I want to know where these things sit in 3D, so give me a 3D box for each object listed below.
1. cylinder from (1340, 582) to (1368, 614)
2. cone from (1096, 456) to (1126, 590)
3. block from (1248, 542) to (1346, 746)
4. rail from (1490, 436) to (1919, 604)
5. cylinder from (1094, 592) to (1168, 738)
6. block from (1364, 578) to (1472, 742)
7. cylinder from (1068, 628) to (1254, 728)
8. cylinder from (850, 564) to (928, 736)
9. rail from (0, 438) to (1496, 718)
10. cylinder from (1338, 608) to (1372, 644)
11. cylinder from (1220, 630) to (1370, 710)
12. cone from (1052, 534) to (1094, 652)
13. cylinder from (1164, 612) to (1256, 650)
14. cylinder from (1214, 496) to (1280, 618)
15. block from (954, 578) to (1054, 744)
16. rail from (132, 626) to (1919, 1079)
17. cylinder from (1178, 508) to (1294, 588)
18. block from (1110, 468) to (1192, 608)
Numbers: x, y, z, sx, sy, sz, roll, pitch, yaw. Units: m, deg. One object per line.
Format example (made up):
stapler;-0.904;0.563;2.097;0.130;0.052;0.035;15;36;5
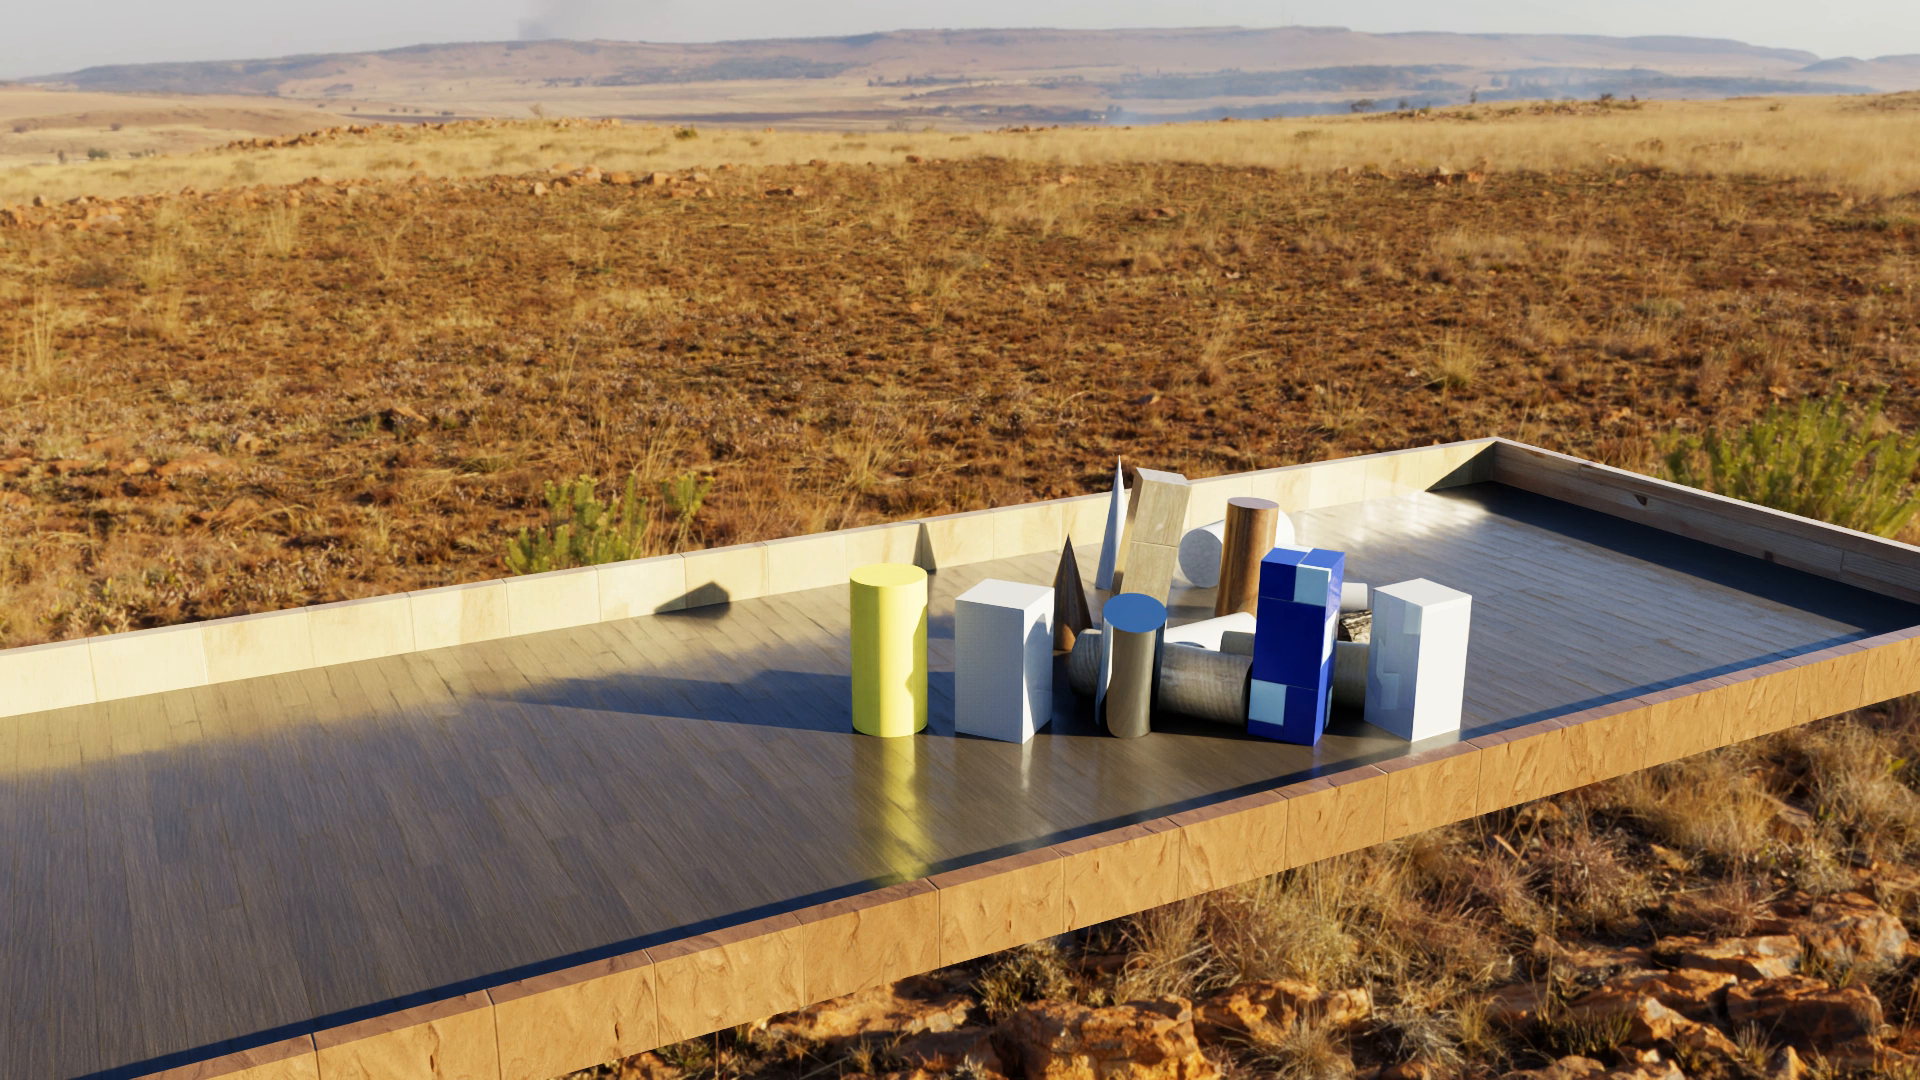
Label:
cylinder;0.939;0.168;4.587;0.368;0.111;0.111;3;17;10
cone;0.463;-0.058;4.849;0.122;0.396;0.122;0;16;0
block;0.772;0.238;3.791;0.155;0.421;0.155;9;19;24
rail;2.466;-0.048;5.253;0.050;0.150;2.100;-9;18;-27
cylinder;0.388;0.288;3.766;0.143;0.313;0.143;1;36;0
block;1.062;0.276;3.834;0.154;0.327;0.154;-10;19;-30
cylinder;0.491;0.328;3.943;0.434;0.167;0.167;9;18;27
cylinder;-0.165;0.254;3.841;0.178;0.366;0.178;0;16;0
rail;-3.305;0.497;3.399;12.000;0.150;0.050;-9;18;-27
cylinder;1.124;0.239;4.287;0.398;0.144;0.144;-9;19;-28
cylinder;0.810;0.314;4.003;0.349;0.159;0.159;5;17;16
cone;0.286;0.125;4.391;0.164;0.304;0.164;0;16;0
cylinder;0.593;0.276;4.189;0.354;0.128;0.128;-10;19;-31
cylinder;0.756;0.086;4.371;0.137;0.380;0.137;4;14;-1
block;0.103;0.278;3.833;0.172;0.324;0.172;8;18;25
rail;-2.336;1.006;1.665;12.000;0.150;0.050;-9;18;-27
cylinder;0.837;0.017;4.981;0.178;0.178;0.359;15;22;41
block;0.490;0.052;4.341;0.126;0.456;0.126;9;16;-5
